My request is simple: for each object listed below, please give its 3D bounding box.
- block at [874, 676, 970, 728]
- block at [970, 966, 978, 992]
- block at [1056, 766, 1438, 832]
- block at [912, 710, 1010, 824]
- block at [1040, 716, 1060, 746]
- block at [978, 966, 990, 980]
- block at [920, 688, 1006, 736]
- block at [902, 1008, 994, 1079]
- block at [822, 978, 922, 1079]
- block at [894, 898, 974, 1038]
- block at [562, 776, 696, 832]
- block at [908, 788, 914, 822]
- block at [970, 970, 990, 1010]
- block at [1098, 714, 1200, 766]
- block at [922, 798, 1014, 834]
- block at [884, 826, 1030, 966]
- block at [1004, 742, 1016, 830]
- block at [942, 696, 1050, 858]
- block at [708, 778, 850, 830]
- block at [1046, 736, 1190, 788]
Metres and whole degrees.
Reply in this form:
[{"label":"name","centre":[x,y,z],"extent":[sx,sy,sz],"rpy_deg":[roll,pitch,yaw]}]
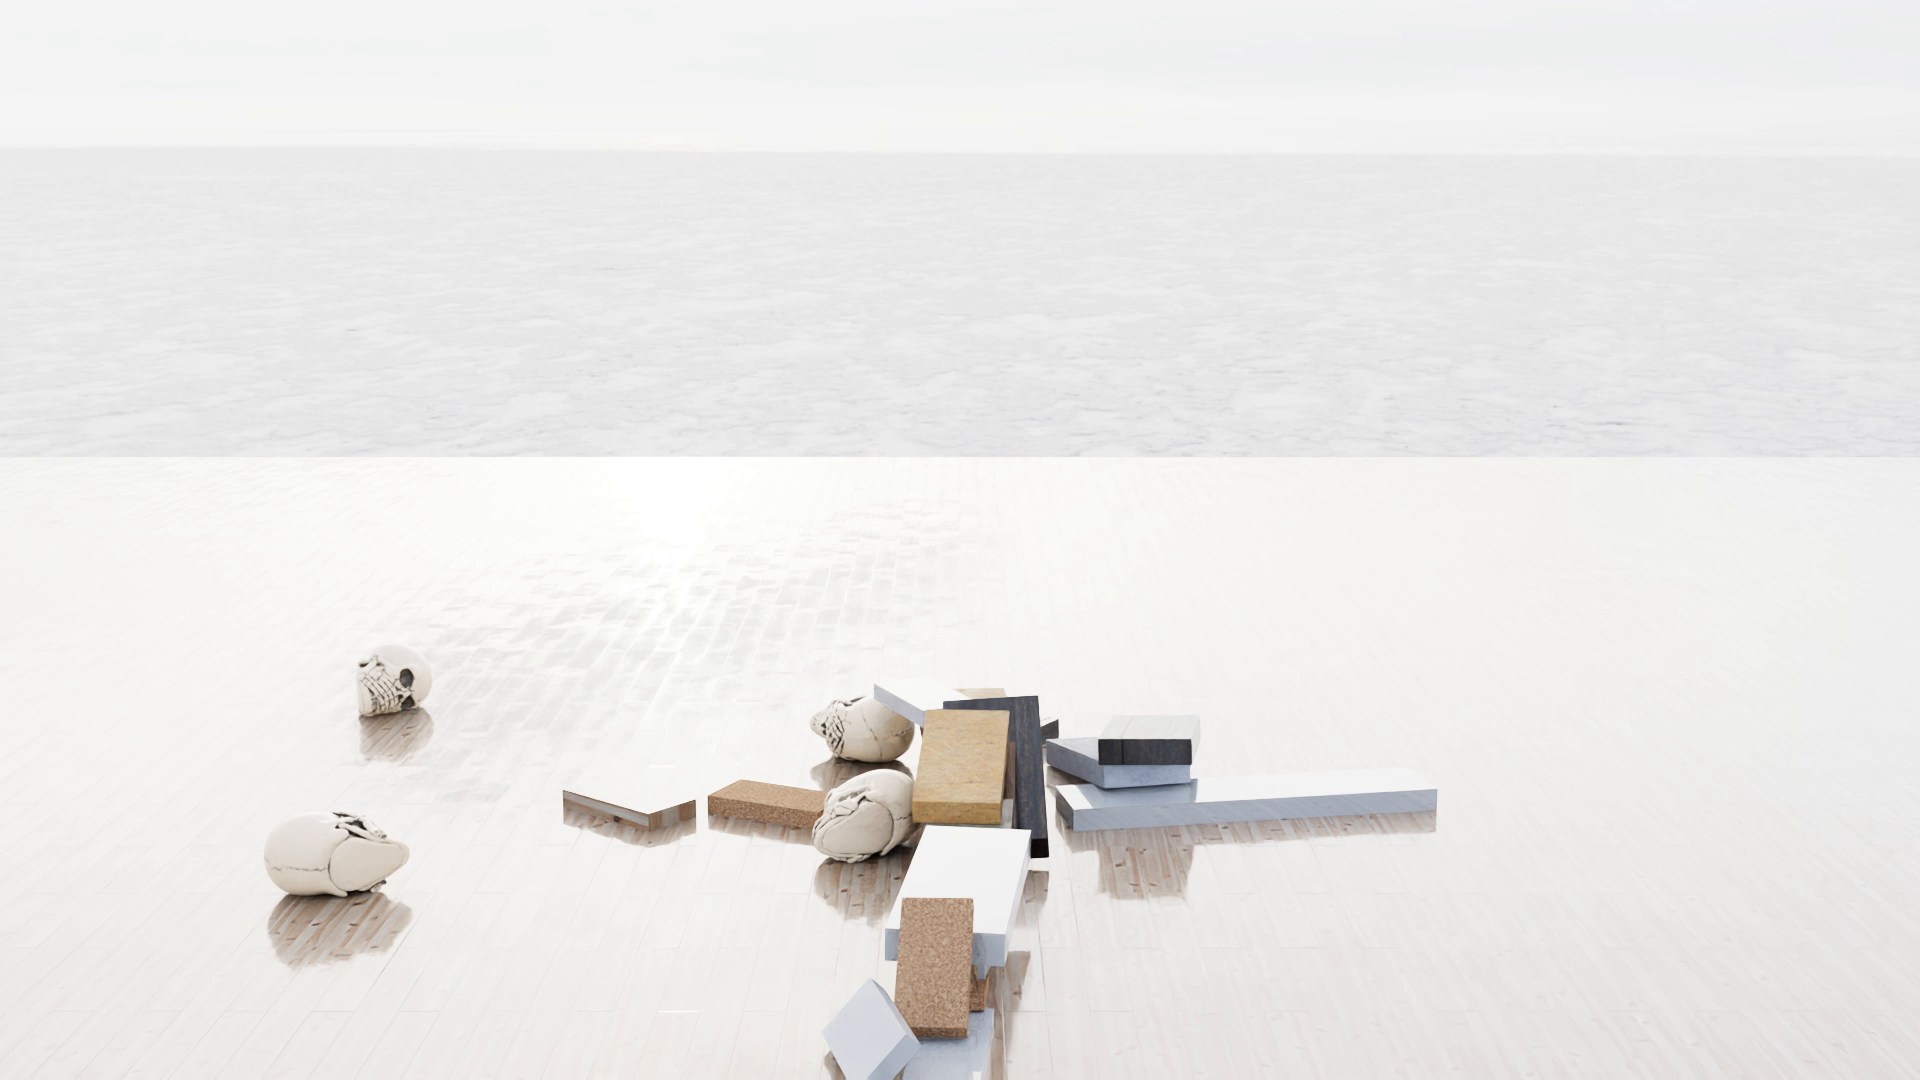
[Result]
[{"label":"block","centre":[-0.067,0.314,4.283],"extent":[0.119,0.034,0.238],"rpy_deg":[-5,12,-25]},{"label":"block","centre":[-0.019,0.608,3.173],"extent":[0.086,0.024,0.171],"rpy_deg":[0,10,0]},{"label":"block","centre":[0.536,0.484,4.125],"extent":[0.699,0.042,0.147],"rpy_deg":[-2,11,-10]},{"label":"block","centre":[0.005,0.389,3.803],"extent":[0.148,0.042,0.295],"rpy_deg":[1,27,4]},{"label":"block","centre":[0.067,0.410,4.525],"extent":[0.147,0.042,0.294],"rpy_deg":[7,12,31]},{"label":"block","centre":[0.002,0.627,3.290],"extent":[0.085,0.024,0.171],"rpy_deg":[1,0,6]},{"label":"block","centre":[0.013,0.357,4.281],"extent":[0.177,0.050,0.355],"rpy_deg":[-1,11,-4]},{"label":"block","centre":[-0.021,0.713,2.927],"extent":[0.102,0.029,0.399],"rpy_deg":[1,11,5]},{"label":"block","centre":[-0.122,0.673,2.966],"extent":[0.029,0.102,0.203],"rpy_deg":[43,-3,-19]},{"label":"block","centre":[-0.036,0.595,3.069],"extent":[0.102,0.029,0.203],"rpy_deg":[0,50,4]},{"label":"block","centre":[-0.619,0.491,4.110],"extent":[0.238,0.034,0.119],"rpy_deg":[9,14,39]},{"label":"block","centre":[-0.006,0.473,4.182],"extent":[0.147,0.042,0.294],"rpy_deg":[1,11,7]},{"label":"block","centre":[-0.004,0.651,3.187],"extent":[0.085,0.024,0.171],"rpy_deg":[1,0,3]},{"label":"block","centre":[0.366,0.381,4.206],"extent":[0.172,0.049,0.344],"rpy_deg":[-1,3,9]},{"label":"block","centre":[0.008,0.530,3.629],"extent":[0.148,0.042,0.295],"rpy_deg":[1,29,4]},{"label":"block","centre":[0.004,0.537,3.363],"extent":[0.172,0.049,0.486],"rpy_deg":[2,10,6]},{"label":"block","centre":[0.022,0.470,3.808],"extent":[0.148,0.042,0.295],"rpy_deg":[-1,40,2]},{"label":"block","centre":[0.062,0.424,3.935],"extent":[0.177,0.050,0.355],"rpy_deg":[-4,40,1]},{"label":"block","centre":[-0.338,0.492,4.102],"extent":[0.238,0.034,0.119],"rpy_deg":[5,12,26]},{"label":"block","centre":[0.303,0.428,4.272],"extent":[0.172,0.049,0.344],"rpy_deg":[-2,3,-16]}]
